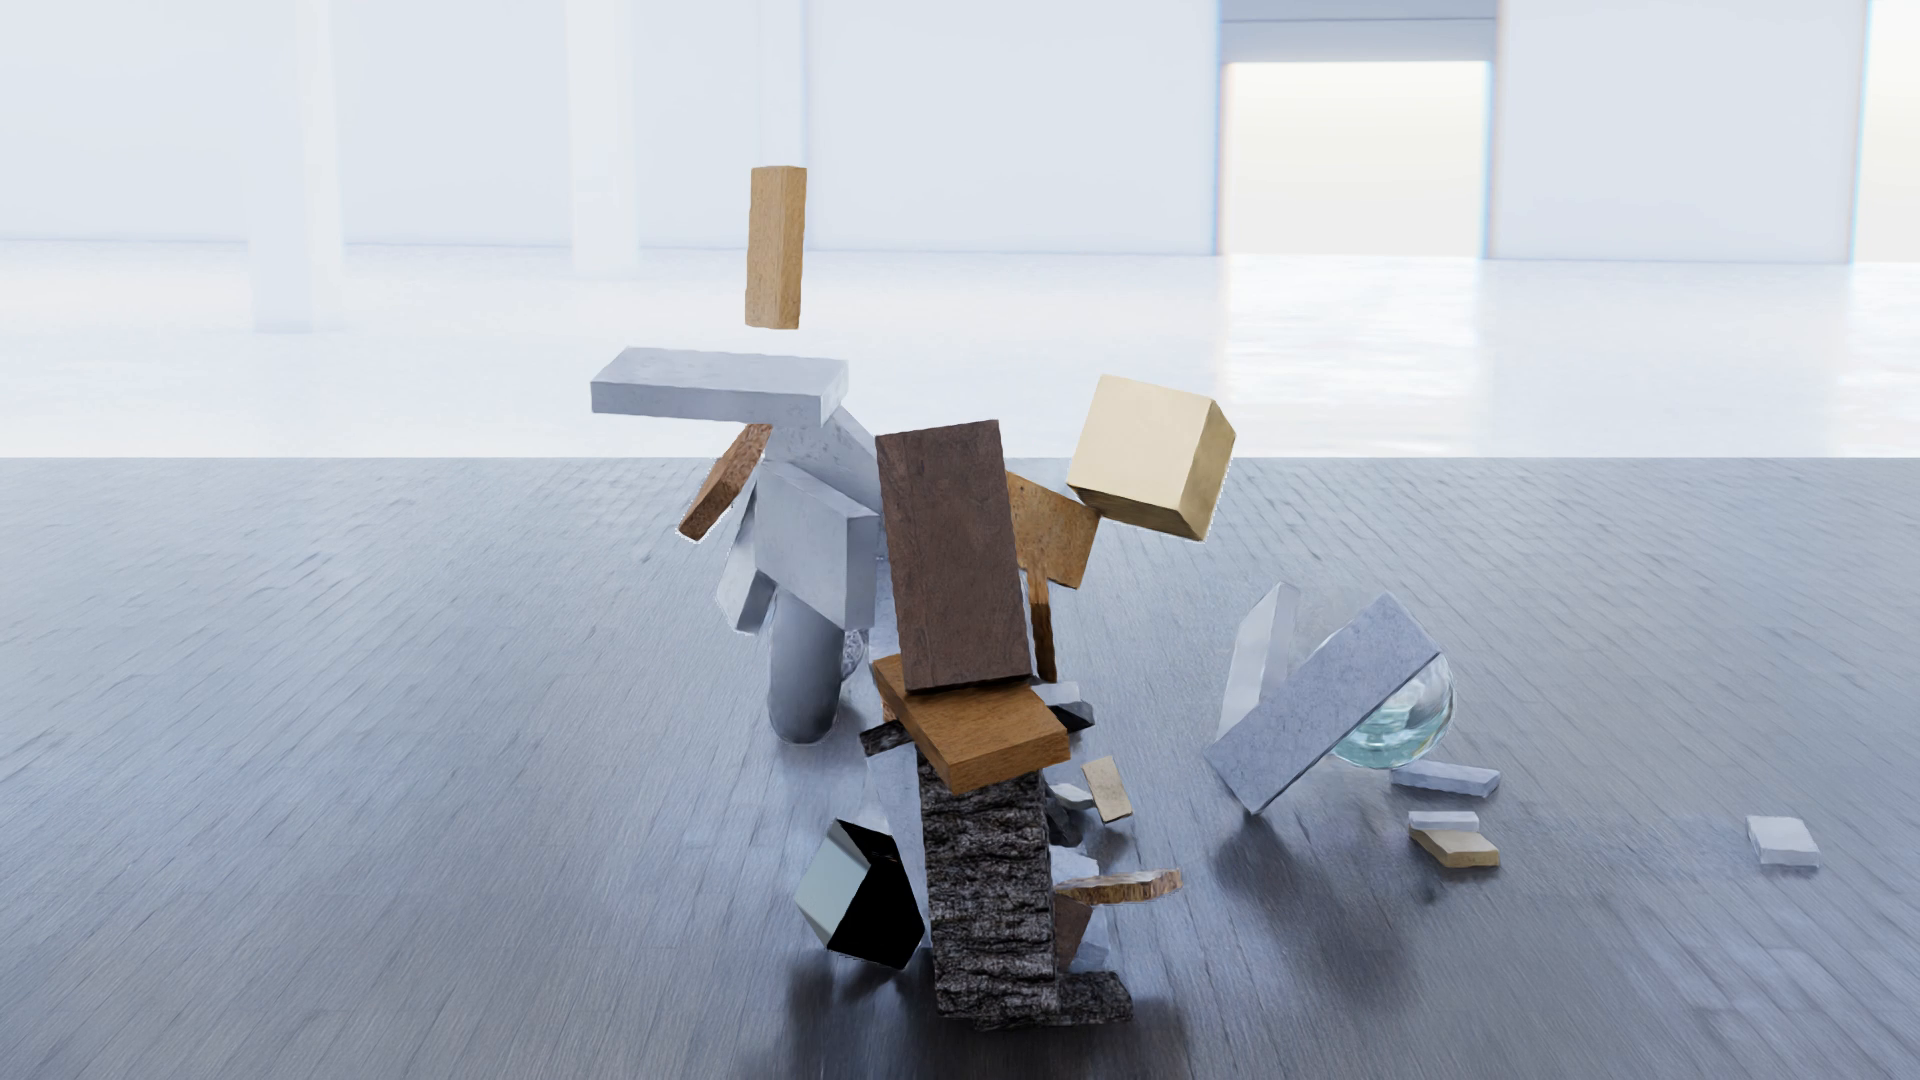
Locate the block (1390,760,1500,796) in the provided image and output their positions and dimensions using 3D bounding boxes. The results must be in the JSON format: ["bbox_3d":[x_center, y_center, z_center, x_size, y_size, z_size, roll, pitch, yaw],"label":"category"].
[{"bbox_3d":[0.946,0.462,4.286,0.189,0.027,0.095,6,12,29],"label":"block"}]

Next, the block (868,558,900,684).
[{"bbox_3d":[-0.066,0.112,3.382,0.139,0.039,0.278,-10,32,6],"label":"block"}]

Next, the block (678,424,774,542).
[{"bbox_3d":[-0.411,-0.108,3.872,0.042,0.147,0.294,31,-25,-10],"label":"block"}]

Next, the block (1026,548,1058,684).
[{"bbox_3d":[0.154,0.175,4.074,0.034,0.374,0.120,-6,53,2],"label":"block"}]

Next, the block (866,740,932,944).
[{"bbox_3d":[0.001,0.446,3.178,0.169,0.337,0.048,-20,-7,1],"label":"block"}]

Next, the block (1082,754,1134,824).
[{"bbox_3d":[0.271,0.460,4.048,0.059,0.118,0.017,-19,-26,-4],"label":"block"}]

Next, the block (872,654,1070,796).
[{"bbox_3d":[0.011,0.235,3.069,0.169,0.048,0.338,-16,26,-14],"label":"block"}]

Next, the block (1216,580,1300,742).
[{"bbox_3d":[0.610,0.260,4.499,0.048,0.170,0.339,27,47,-9],"label":"block"}]

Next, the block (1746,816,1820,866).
[{"bbox_3d":[1.458,0.533,3.901,0.095,0.027,0.189,2,11,11],"label":"block"}]

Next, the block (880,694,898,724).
[{"bbox_3d":[-0.054,0.213,3.367,0.139,0.039,0.278,-13,49,2],"label":"block"}]

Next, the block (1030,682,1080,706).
[{"bbox_3d":[0.049,0.275,3.721,0.129,0.037,0.480,-11,-6,25],"label":"block"}]

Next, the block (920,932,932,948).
[{"bbox_3d":[0.002,0.557,3.525,0.148,0.042,0.297,-2,20,-3],"label":"block"}]

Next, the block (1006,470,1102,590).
[{"bbox_3d":[0.135,-0.023,4.164,0.044,0.156,0.311,11,-8,45],"label":"block"}]

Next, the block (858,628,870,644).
[{"bbox_3d":[-0.117,0.119,3.795,0.120,0.034,0.240,-23,9,1],"label":"block"}]

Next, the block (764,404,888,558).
[{"bbox_3d":[-0.194,-0.118,3.528,0.042,0.147,0.299,-6,40,-44],"label":"block"}]

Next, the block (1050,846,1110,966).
[{"bbox_3d":[0.164,0.557,3.395,0.112,0.032,0.225,20,25,-12],"label":"block"}]

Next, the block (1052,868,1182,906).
[{"bbox_3d":[0.225,0.522,3.289,0.191,0.027,0.095,-12,-2,34],"label":"block"}]

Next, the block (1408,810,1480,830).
[{"bbox_3d":[0.867,0.503,3.943,0.118,0.017,0.059,1,11,4],"label":"block"}]

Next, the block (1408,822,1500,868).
[{"bbox_3d":[0.873,0.534,3.895,0.094,0.027,0.189,-2,11,-9],"label":"block"}]

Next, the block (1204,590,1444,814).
[{"bbox_3d":[0.663,0.300,4.037,0.145,0.461,0.041,52,18,19],"label":"block"}]

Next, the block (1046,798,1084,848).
[{"bbox_3d":[0.122,0.429,3.369,0.022,0.078,0.157,-41,15,-22],"label":"block"}]

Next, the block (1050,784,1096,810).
[{"bbox_3d":[0.207,0.482,4.125,0.059,0.017,0.118,-2,9,-27],"label":"block"}]

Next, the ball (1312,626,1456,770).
[{"bbox_3d":[0.807,0.297,4.241,0.290,0.290,0.290,0,11,0],"label":"ball"}]

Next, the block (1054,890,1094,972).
[{"bbox_3d":[0.084,0.530,3.121,0.191,0.095,0.027,22,-2,8],"label":"block"}]

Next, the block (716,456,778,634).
[{"bbox_3d":[-0.329,-0.031,3.802,0.044,0.357,0.156,14,16,-24],"label":"block"}]

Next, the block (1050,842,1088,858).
[{"bbox_3d":[0.153,0.548,3.845,0.130,0.018,0.065,-1,11,-6],"label":"block"}]

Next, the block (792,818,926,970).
[{"bbox_3d":[-0.138,0.538,3.344,0.145,0.145,0.145,23,11,-32],"label":"block"}]

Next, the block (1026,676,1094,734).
[{"bbox_3d":[0.108,0.306,4.076,0.145,0.041,0.290,-23,-32,29],"label":"block"}]

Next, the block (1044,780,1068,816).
[{"bbox_3d":[0.133,0.451,3.732,0.065,0.130,0.018,-18,35,20],"label":"block"}]

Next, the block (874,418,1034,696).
[{"bbox_3d":[-0.009,0.024,3.092,0.177,0.368,0.050,-8,-14,2],"label":"block"}]

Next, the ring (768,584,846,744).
[{"bbox_3d":[-0.265,0.180,3.849,0.119,0.357,0.357,5,10,-2],"label":"ring"}]

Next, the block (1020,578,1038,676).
[{"bbox_3d":[0.089,0.253,4.336,0.170,0.339,0.048,-21,-34,7],"label":"block"}]

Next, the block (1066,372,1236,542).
[{"bbox_3d":[0.372,-0.158,4.246,0.227,0.227,0.227,15,-10,22],"label":"block"}]

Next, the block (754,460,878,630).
[{"bbox_3d":[-0.229,0.003,3.442,0.050,0.177,0.354,-6,18,-27],"label":"block"}]

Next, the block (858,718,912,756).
[{"bbox_3d":[-0.019,0.428,3.226,0.139,0.360,0.039,-21,-7,2],"label":"block"}]

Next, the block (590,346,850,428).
[{"bbox_3d":[-0.361,-0.234,3.335,0.354,0.050,0.177,4,23,10],"label":"block"}]

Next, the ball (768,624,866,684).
[{"bbox_3d":[-0.326,0.230,5.003,0.221,0.221,0.221,0,11,0],"label":"ball"}]

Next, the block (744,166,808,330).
[{"bbox_3d":[-0.340,-0.538,4.051,0.042,0.294,0.147,0,8,-31],"label":"block"}]

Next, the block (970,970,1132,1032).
[{"bbox_3d":[0.126,0.665,3.177,0.225,0.032,0.112,-2,11,-9],"label":"block"}]

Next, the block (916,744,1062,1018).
[{"bbox_3d":[0.041,0.468,3.070,0.169,0.387,0.048,-4,4,10],"label":"block"}]
